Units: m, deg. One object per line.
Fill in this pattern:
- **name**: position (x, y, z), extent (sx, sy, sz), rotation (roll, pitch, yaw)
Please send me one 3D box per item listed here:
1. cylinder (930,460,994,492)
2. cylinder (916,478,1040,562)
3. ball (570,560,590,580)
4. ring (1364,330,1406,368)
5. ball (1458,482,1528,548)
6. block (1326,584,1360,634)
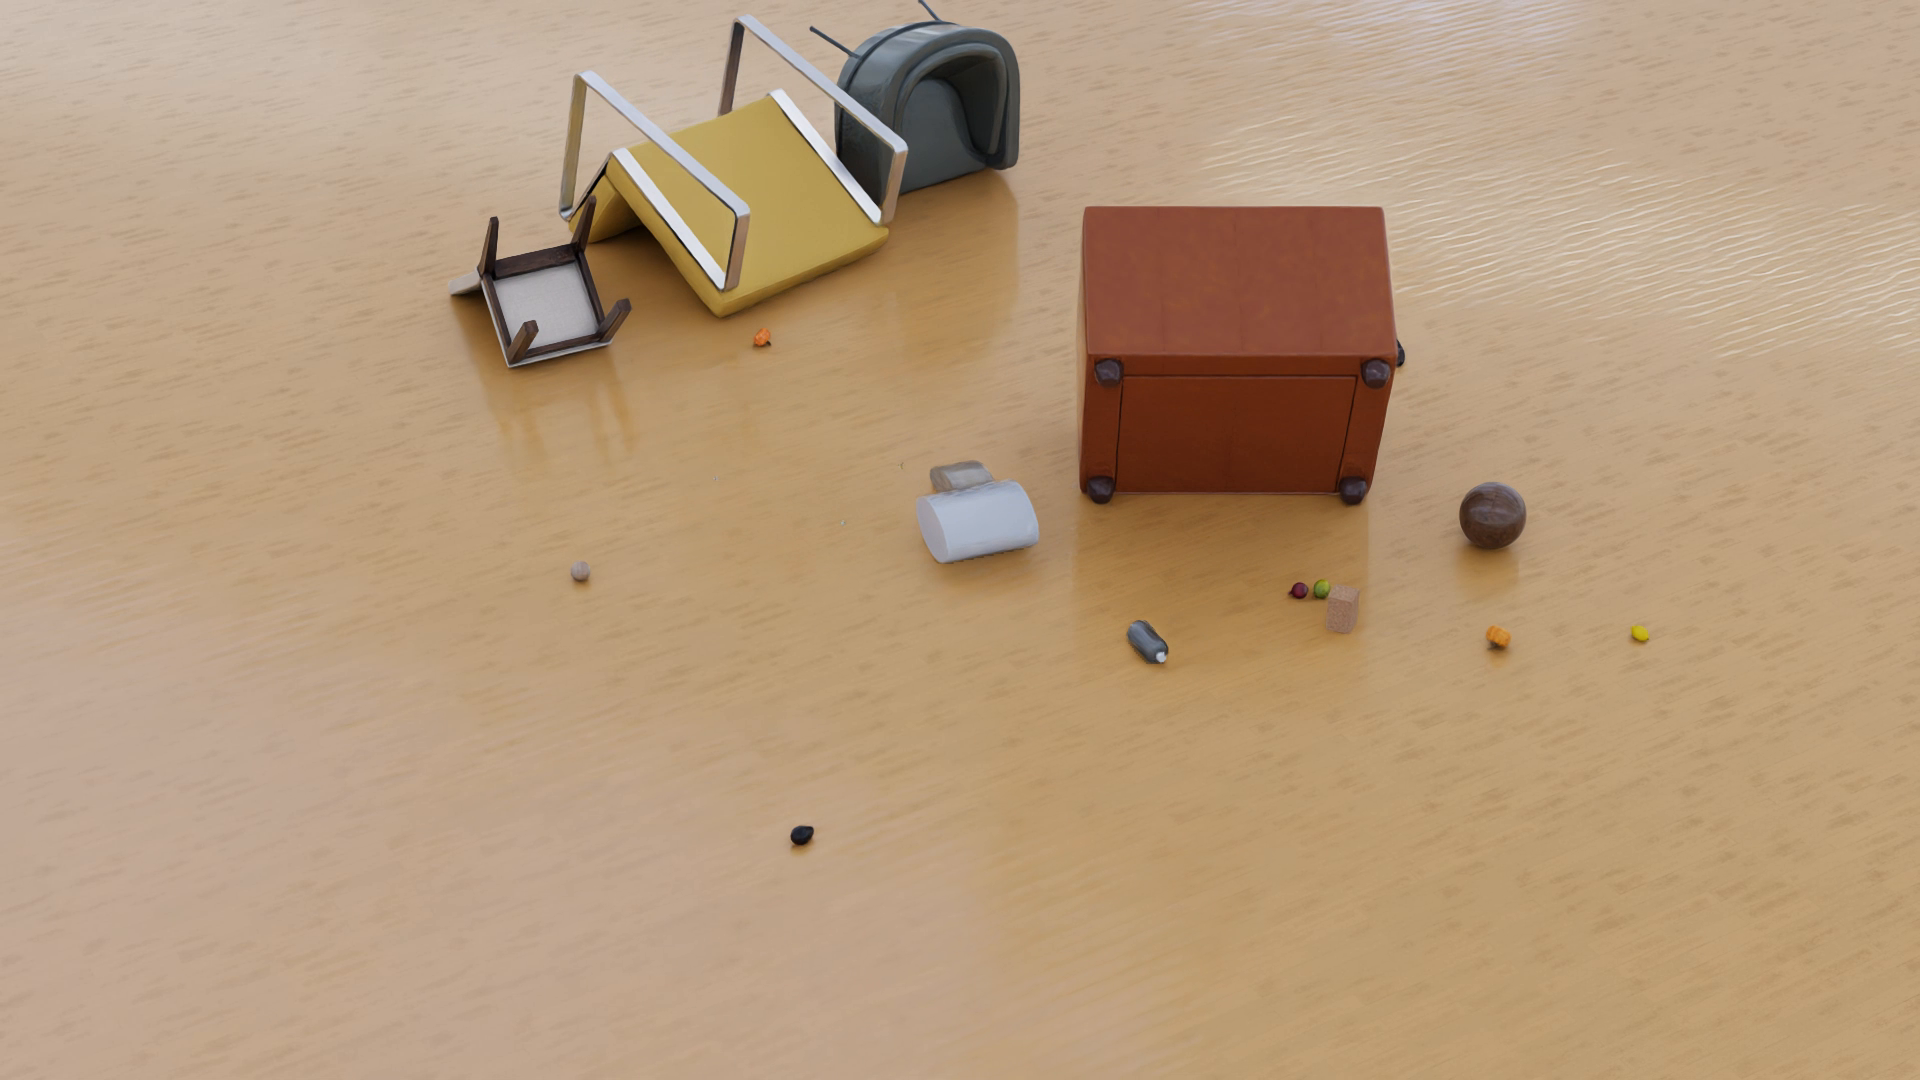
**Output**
- **cylinder**: position (0.011, -0.224, 11.159), extent (0.163, 0.114, 0.308), rotation (-11, 20, -16)
- **cylinder**: position (0.063, -0.073, 10.865), extent (0.358, 0.209, 0.352), rotation (-11, 32, -16)
- **ball**: position (-1.386, 0.113, 10.706), extent (0.074, 0.074, 0.074), rotation (0, 33, 0)
- **ring**: position (1.748, -0.788, 12.085), extent (0.144, 0.062, 0.270), rotation (-9, 35, -16)
- **ball**: position (1.973, -0.092, 10.857), extent (0.250, 0.250, 0.250), rotation (0, 33, 0)
- **block**: position (1.363, 0.246, 10.444), extent (0.088, 0.139, 0.091), rotation (14, 36, 20)
